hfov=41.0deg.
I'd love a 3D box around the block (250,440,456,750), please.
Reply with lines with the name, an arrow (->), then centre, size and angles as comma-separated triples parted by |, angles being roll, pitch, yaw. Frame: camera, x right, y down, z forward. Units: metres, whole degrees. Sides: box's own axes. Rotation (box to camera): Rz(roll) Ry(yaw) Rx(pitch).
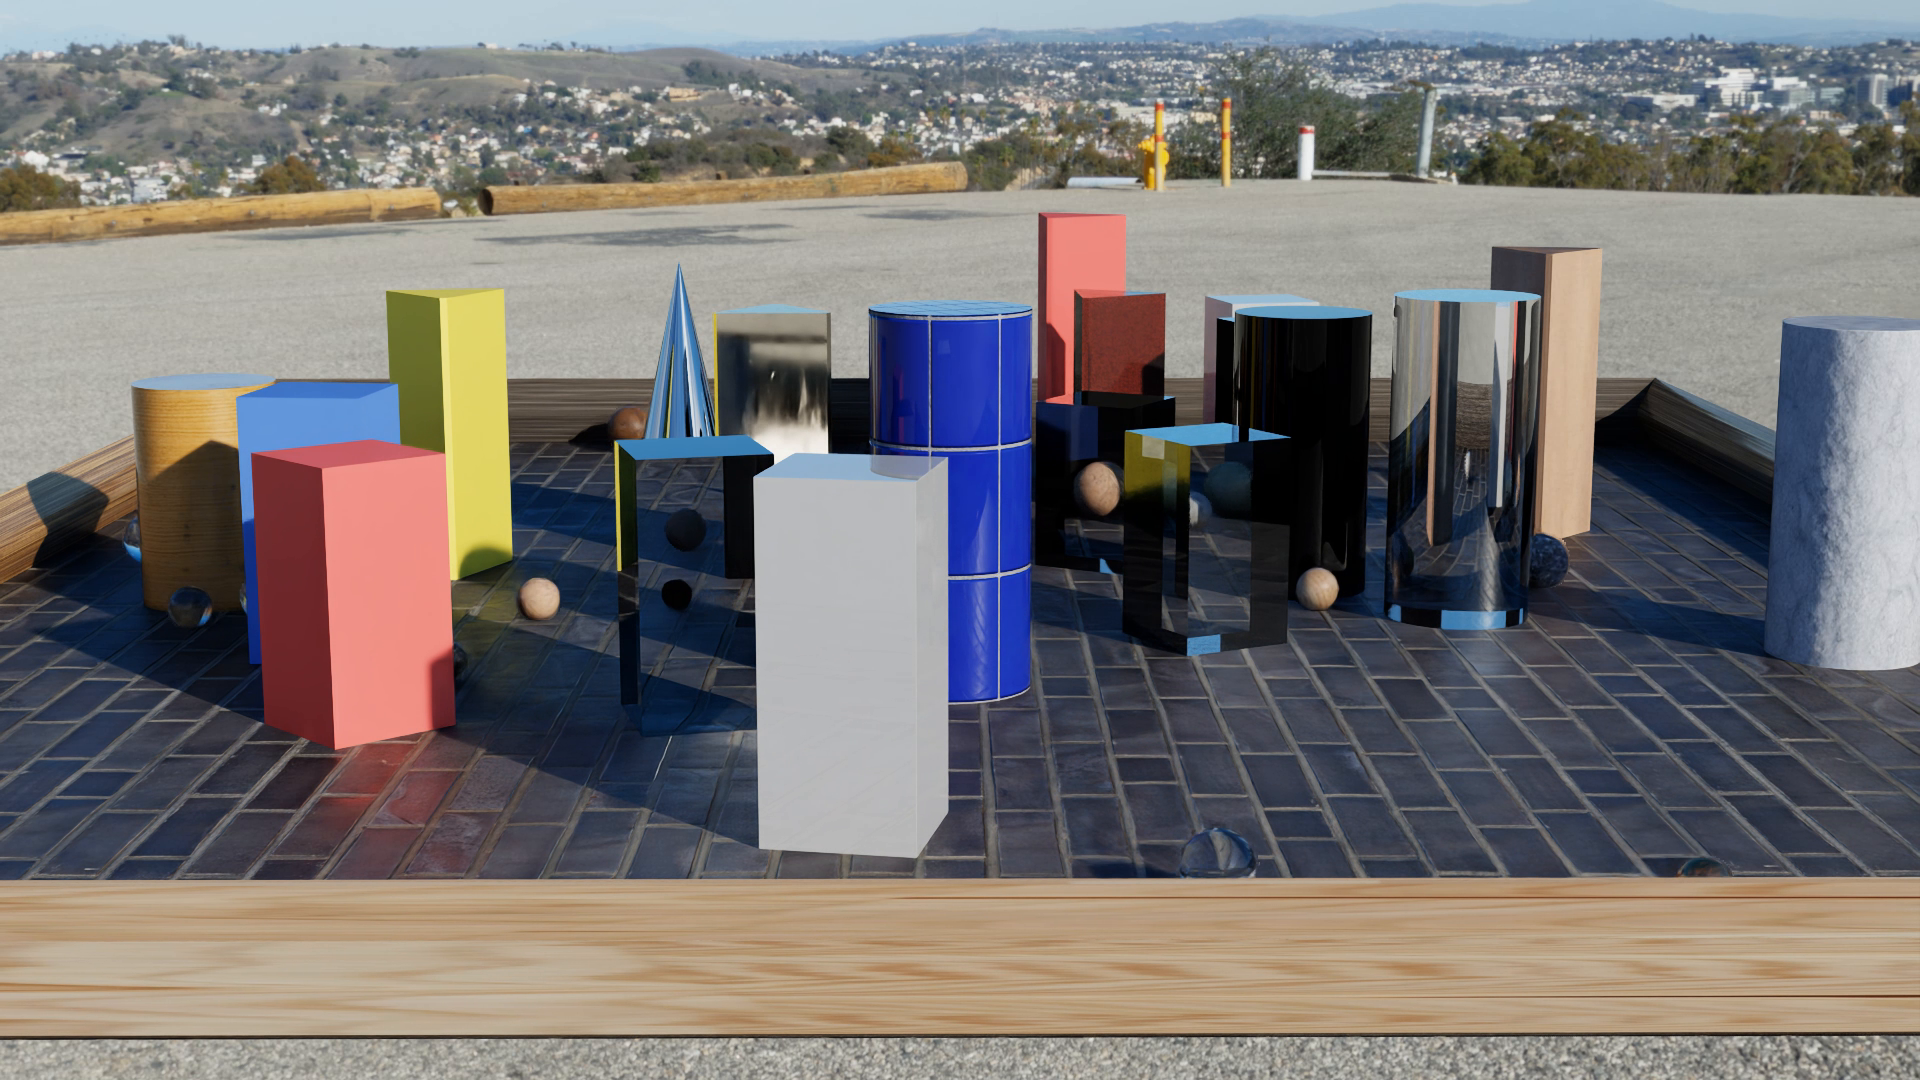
block -> -0.668, 0.055, 2.830 | 0.151, 0.305, 0.151 | -10, 14, -43

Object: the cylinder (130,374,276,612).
cylinder -> -1.024, -0.067, 3.501 | 0.189, 0.300, 0.189 | 0, 11, 0

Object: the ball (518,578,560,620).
ball -> -0.557, 0.077, 3.390 | 0.057, 0.057, 0.057 | 0, 11, 0

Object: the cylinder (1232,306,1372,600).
cylinder -> 0.474, -0.124, 3.572 | 0.189, 0.386, 0.189 | 0, 11, 0

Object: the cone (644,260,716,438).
cone -> -0.439, -0.229, 4.042 | 0.189, 0.420, 0.189 | 0, 11, 0

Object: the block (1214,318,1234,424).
block -> 0.501, -0.180, 4.031 | 0.151, 0.328, 0.151 | -4, 11, -19

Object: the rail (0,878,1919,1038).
rail -> 0.009, 0.311, 1.951 | 2.714, 0.123, 0.045 | 0, 11, 0

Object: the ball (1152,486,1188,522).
ball -> 0.336, -0.059, 4.113 | 0.059, 0.059, 0.059 | 0, 11, 0

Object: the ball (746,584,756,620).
ball -> -0.248, 0.080, 3.358 | 0.063, 0.063, 0.063 | 0, 11, 0

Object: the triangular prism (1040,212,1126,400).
triangular prism -> 0.181, -0.340, 4.517 | 0.164, 0.464, 0.142 | -7, 13, -33

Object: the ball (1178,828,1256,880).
ball -> 0.225, 0.286, 2.241 | 0.068, 0.068, 0.068 | 0, 11, 0

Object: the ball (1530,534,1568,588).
ball -> 0.814, 0.029, 3.596 | 0.076, 0.076, 0.076 | 0, 11, 0

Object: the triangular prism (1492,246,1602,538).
triangular prism -> 0.884, -0.231, 3.990 | 0.142, 0.443, 0.164 | 9, 14, 41

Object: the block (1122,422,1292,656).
block -> 0.312, -0.004, 3.262 | 0.151, 0.264, 0.151 | -6, 12, -28

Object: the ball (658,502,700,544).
ball -> -0.429, -0.026, 3.923 | 0.064, 0.064, 0.064 | 0, 11, 0

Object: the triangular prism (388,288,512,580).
triangular prism -> -0.720, -0.160, 3.724 | 0.142, 0.401, 0.164 | -9, 14, -39

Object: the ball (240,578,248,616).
ball -> -0.900, 0.073, 3.352 | 0.080, 0.080, 0.080 | 0, 11, 0

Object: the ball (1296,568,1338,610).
ball -> 0.480, 0.066, 3.450 | 0.057, 0.057, 0.057 | 0, 11, 0

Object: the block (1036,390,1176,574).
block -> 0.213, -0.087, 3.766 | 0.151, 0.241, 0.151 | 6, 12, 30

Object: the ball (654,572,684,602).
ball -> -0.397, 0.063, 3.510 | 0.041, 0.041, 0.041 | 0, 11, 0

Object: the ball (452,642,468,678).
ball -> -0.610, 0.144, 3.068 | 0.044, 0.044, 0.044 | 0, 11, 0

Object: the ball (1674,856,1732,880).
ball -> 0.644, 0.299, 2.220 | 0.050, 0.050, 0.050 | 0, 11, 0

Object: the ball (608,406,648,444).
ball -> -0.620, -0.209, 4.840 | 0.088, 0.088, 0.088 | 0, 11, 0

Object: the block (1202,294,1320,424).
block -> 0.509, -0.244, 4.365 | 0.151, 0.332, 0.151 | -2, 11, -12

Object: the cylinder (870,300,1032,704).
cylinder -> -0.011, -0.048, 2.999 | 0.189, 0.447, 0.189 | 0, 11, 0

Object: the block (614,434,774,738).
block -> -0.295, 0.048, 2.865 | 0.151, 0.307, 0.151 | -3, 11, -16

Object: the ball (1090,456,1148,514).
ball -> 0.258, -0.090, 4.182 | 0.095, 0.095, 0.095 | 0, 11, 0

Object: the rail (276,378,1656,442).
rail -> -0.009, -0.248, 4.947 | 2.714, 0.123, 0.045 | 0, 11, 0

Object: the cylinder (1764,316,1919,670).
cylinder -> 1.102, -0.062, 3.167 | 0.189, 0.412, 0.189 | 0, 11, 0

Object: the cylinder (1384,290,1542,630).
cylinder -> 0.662, -0.110, 3.387 | 0.189, 0.426, 0.189 | 0, 11, 0

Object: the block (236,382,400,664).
block -> -0.788, -0.022, 3.181 | 0.151, 0.329, 0.151 | 1, 11, 6

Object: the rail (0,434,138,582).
rail -> -1.333, 0.033, 3.442 | 0.045, 0.123, 3.095 | 0, 11, 0

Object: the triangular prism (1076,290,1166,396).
triangular prism -> 0.233, -0.239, 4.287 | 0.164, 0.350, 0.142 | -7, 13, -32

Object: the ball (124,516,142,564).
ball -> -1.184, -0.002, 3.757 | 0.078, 0.078, 0.078 | 0, 11, 0

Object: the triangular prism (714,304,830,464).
triangular prism -> -0.270, -0.152, 3.754 | 0.164, 0.374, 0.142 | 0, 11, -2

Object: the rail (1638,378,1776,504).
rail -> 1.333, 0.030, 3.457 | 0.045, 0.123, 3.095 | 0, 11, 0

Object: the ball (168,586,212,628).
ball -> -1.001, 0.088, 3.337 | 0.056, 0.056, 0.056 | 0, 11, 0

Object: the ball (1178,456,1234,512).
ball -> 0.402, -0.092, 4.201 | 0.092, 0.092, 0.092 | 0, 11, 0

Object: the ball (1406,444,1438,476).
ball -> 0.822, -0.143, 4.573 | 0.056, 0.056, 0.056 | 0, 11, 0

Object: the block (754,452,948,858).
block -> -0.100, 0.105, 2.432 | 0.151, 0.353, 0.151 | 2, 11, 11
